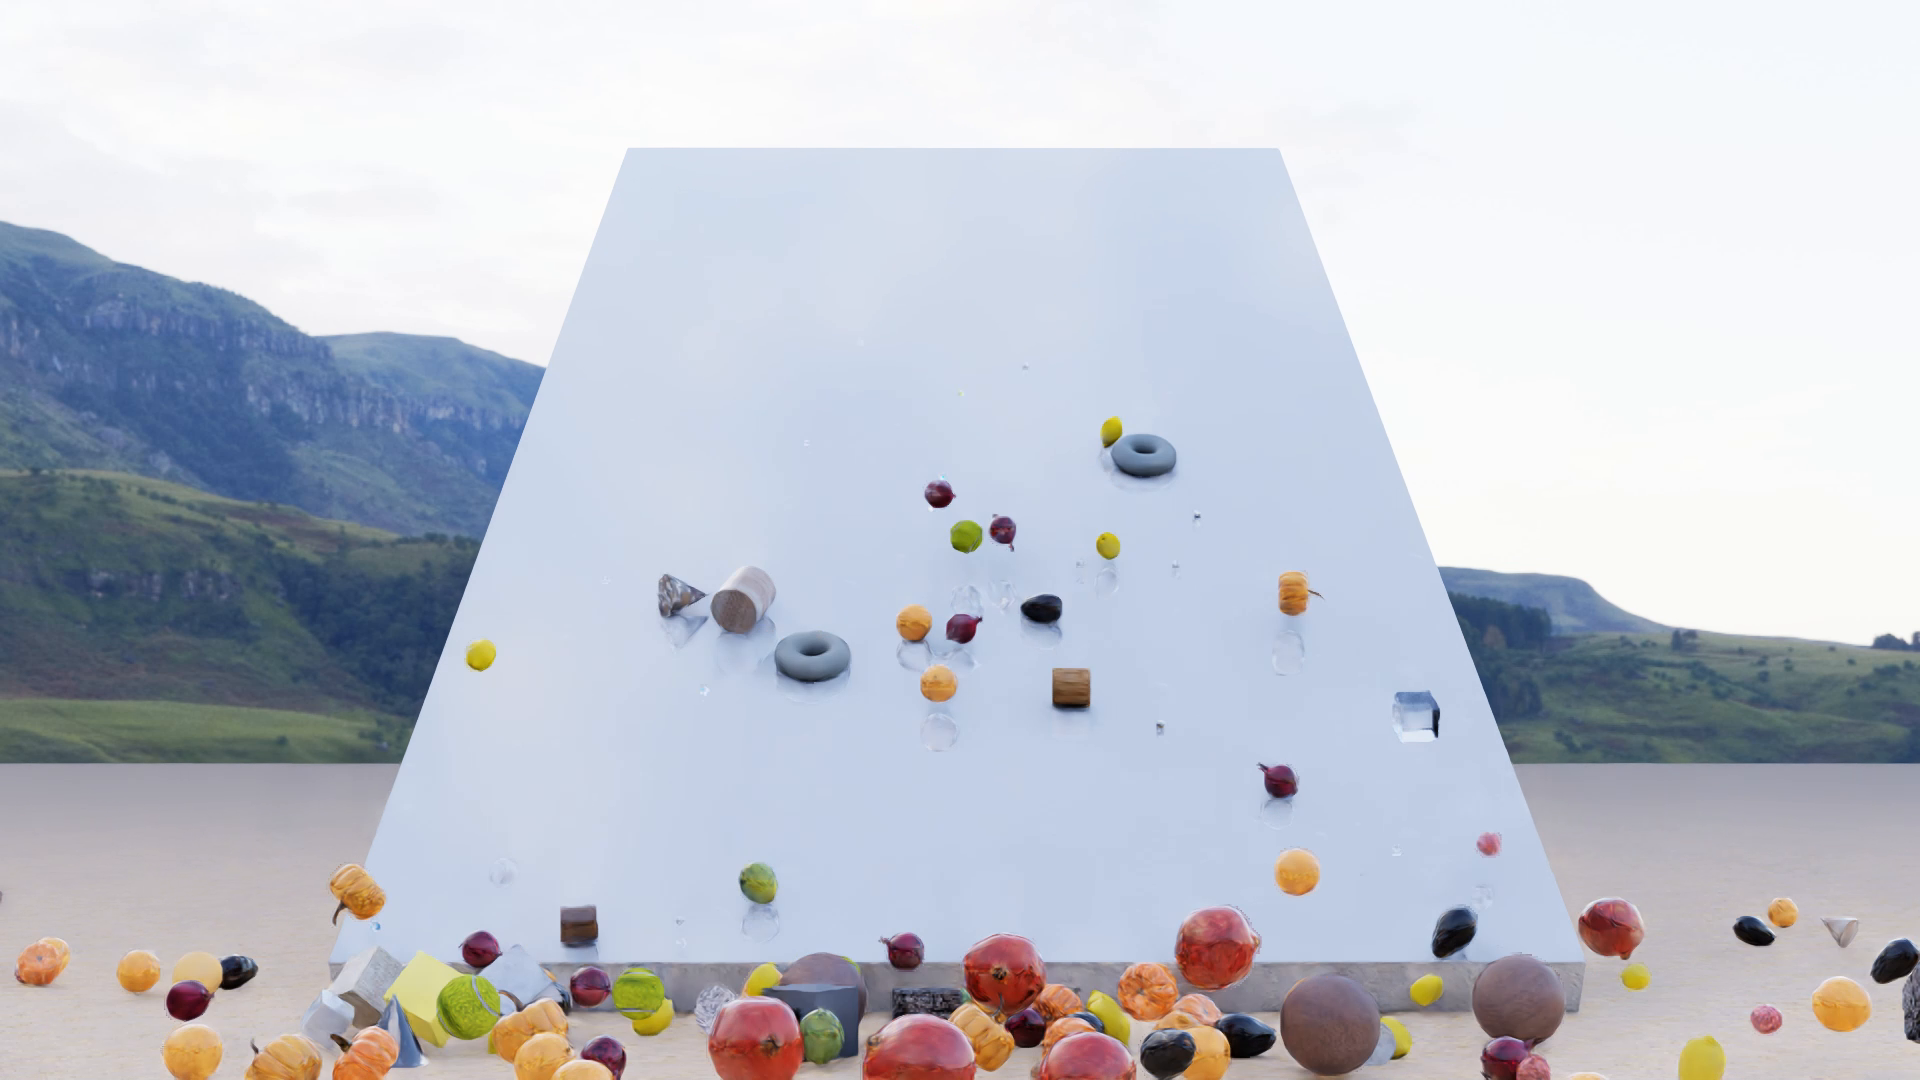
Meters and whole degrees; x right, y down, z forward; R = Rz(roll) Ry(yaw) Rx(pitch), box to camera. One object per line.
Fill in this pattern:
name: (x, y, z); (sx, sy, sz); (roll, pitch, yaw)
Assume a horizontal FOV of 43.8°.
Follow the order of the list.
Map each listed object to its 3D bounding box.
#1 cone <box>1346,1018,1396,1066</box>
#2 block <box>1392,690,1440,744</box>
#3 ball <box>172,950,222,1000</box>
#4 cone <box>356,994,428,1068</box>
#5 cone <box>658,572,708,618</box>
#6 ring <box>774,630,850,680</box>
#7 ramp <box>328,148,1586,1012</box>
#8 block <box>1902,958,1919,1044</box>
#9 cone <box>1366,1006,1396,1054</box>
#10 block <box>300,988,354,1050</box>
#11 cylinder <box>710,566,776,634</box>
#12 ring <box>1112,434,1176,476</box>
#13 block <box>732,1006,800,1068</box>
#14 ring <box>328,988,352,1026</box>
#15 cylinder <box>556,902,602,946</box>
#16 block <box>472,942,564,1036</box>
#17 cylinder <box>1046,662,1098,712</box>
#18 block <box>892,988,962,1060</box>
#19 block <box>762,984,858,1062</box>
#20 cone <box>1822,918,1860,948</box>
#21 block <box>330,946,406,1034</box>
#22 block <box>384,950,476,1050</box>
cone: (0.543, 0.686, 3.205); (0.069, 0.069, 0.069); (1, -32, -7)
block: (0.837, 0.325, 4.380); (0.067, 0.067, 0.067); (-3, 28, -7)
ball: (-1.289, 0.737, 4.034); (0.082, 0.082, 0.082); (0, -5, 0)
cone: (-0.758, 0.653, 3.190); (0.095, 0.095, 0.095); (0, -5, 0)
cone: (-0.546, 0.111, 4.771); (0.091, 0.091, 0.091); (0, -5, -27)
ring: (-0.284, 0.222, 4.586); (0.147, 0.049, 0.147); (1, 27, 0)
ramp: (-0.011, -0.223, 5.583); (2.000, 0.100, 4.000); (0, 28, 0)
block: (0.998, 0.453, 2.366); (0.089, 0.089, 0.089); (20, 26, 11)
cone: (0.573, 0.678, 3.313); (0.066, 0.066, 0.066); (0, -5, 0)
block: (-0.885, 0.670, 3.337); (0.052, 0.052, 0.052); (36, 2, -16)
cylinder: (-0.429, 0.118, 4.725); (0.099, 0.099, 0.099); (-2, 26, 21)
ring: (0.414, -0.192, 5.369); (0.149, 0.050, 0.149); (3, 31, -2)
block: (-0.258, 0.664, 3.186); (0.072, 0.072, 0.072); (-1, -5, 12)
ring: (-0.938, 0.715, 3.671); (0.101, 0.034, 0.101); (1, 21, 0)
cylinder: (-0.612, 0.615, 3.825); (0.057, 0.057, 0.057); (-15, 0, -19)
block: (-0.623, 0.634, 3.366); (0.080, 0.080, 0.080); (-39, -23, -17)
cylinder: (0.209, 0.274, 4.462); (0.070, 0.070, 0.070); (-31, -15, 17)
block: (-0.046, 0.664, 3.275); (0.089, 0.089, 0.089); (1, -5, -7)
block: (-0.206, 0.661, 3.269); (0.094, 0.094, 0.094); (-4, -6, 34)
cone: (1.879, 0.828, 5.125); (0.072, 0.072, 0.072); (5, 19, -45)
block: (-0.851, 0.651, 3.451); (0.081, 0.081, 0.081); (-26, -62, 40)
block: (-0.737, 0.639, 3.319); (0.081, 0.081, 0.081); (24, -33, 18)
